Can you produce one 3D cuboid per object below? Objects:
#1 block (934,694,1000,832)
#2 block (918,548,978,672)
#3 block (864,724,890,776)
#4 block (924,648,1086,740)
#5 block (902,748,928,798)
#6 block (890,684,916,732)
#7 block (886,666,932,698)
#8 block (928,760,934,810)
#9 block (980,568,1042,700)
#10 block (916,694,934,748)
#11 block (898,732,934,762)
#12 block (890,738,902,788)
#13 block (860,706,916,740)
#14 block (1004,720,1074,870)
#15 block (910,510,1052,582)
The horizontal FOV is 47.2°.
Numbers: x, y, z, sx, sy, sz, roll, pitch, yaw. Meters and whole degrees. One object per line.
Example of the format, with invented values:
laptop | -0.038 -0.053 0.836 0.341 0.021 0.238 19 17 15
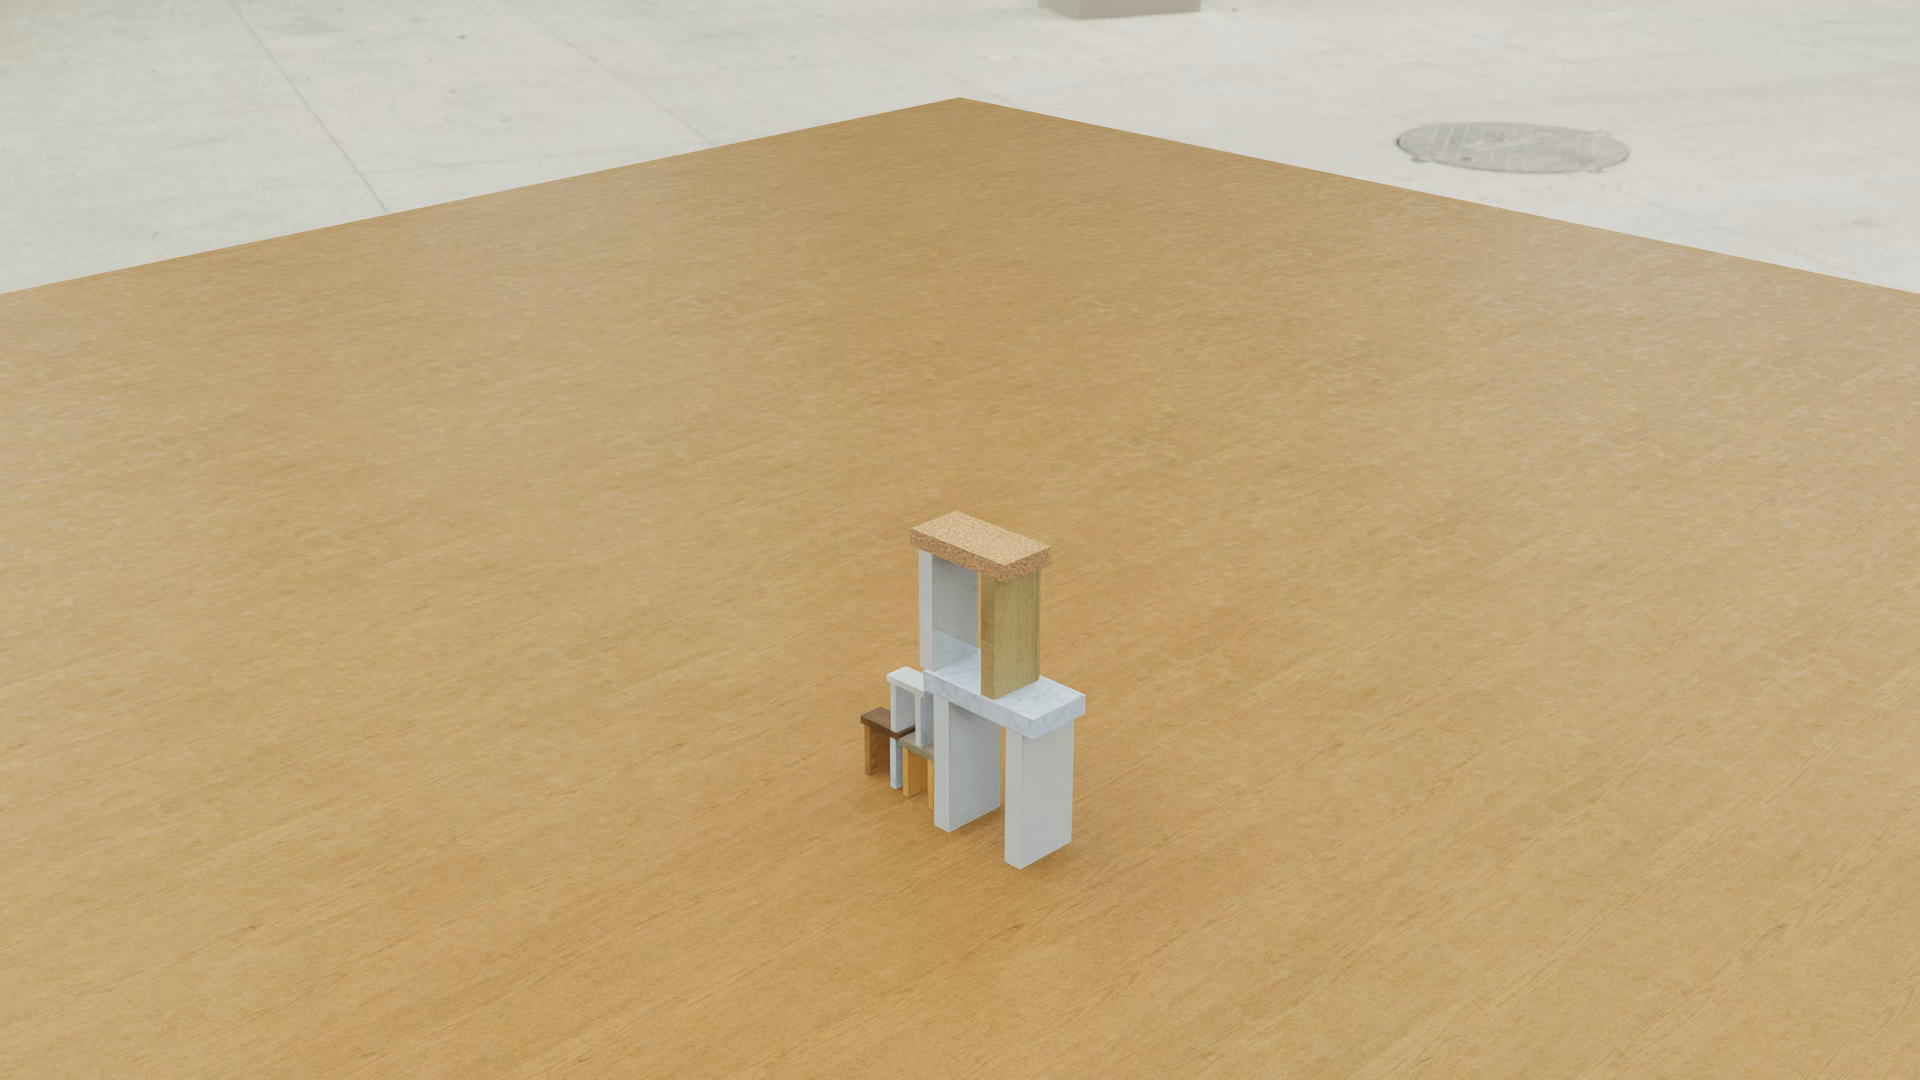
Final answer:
block | 0.015 0.422 4.389 0.042 0.294 0.147 21 31 41
block | -0.022 0.121 4.294 0.126 0.252 0.036 -21 31 -41
block | -0.172 0.430 4.598 0.016 0.116 0.058 21 31 41
block | 0.084 0.295 4.259 0.294 0.042 0.147 21 31 41
block | -0.092 0.468 4.517 0.016 0.111 0.055 21 31 41
block | -0.117 0.335 4.493 0.015 0.109 0.054 21 31 41
block | -0.091 0.287 4.445 0.054 0.015 0.109 -21 31 -41
block | -0.040 0.488 4.468 0.016 0.111 0.055 21 31 41
block | 0.097 0.167 4.184 0.126 0.252 0.036 -21 31 -41
block | -0.065 0.358 4.447 0.015 0.115 0.054 21 31 41
block | -0.066 0.420 4.468 0.111 0.016 0.055 21 31 41
block | -0.118 0.452 4.548 0.016 0.116 0.058 21 31 41
block | -0.145 0.380 4.547 0.116 0.016 0.058 21 31 41
block | 0.154 0.476 4.261 0.042 0.294 0.147 21 31 41
block | 0.038 0.011 4.183 0.126 0.036 0.252 -21 31 -41
